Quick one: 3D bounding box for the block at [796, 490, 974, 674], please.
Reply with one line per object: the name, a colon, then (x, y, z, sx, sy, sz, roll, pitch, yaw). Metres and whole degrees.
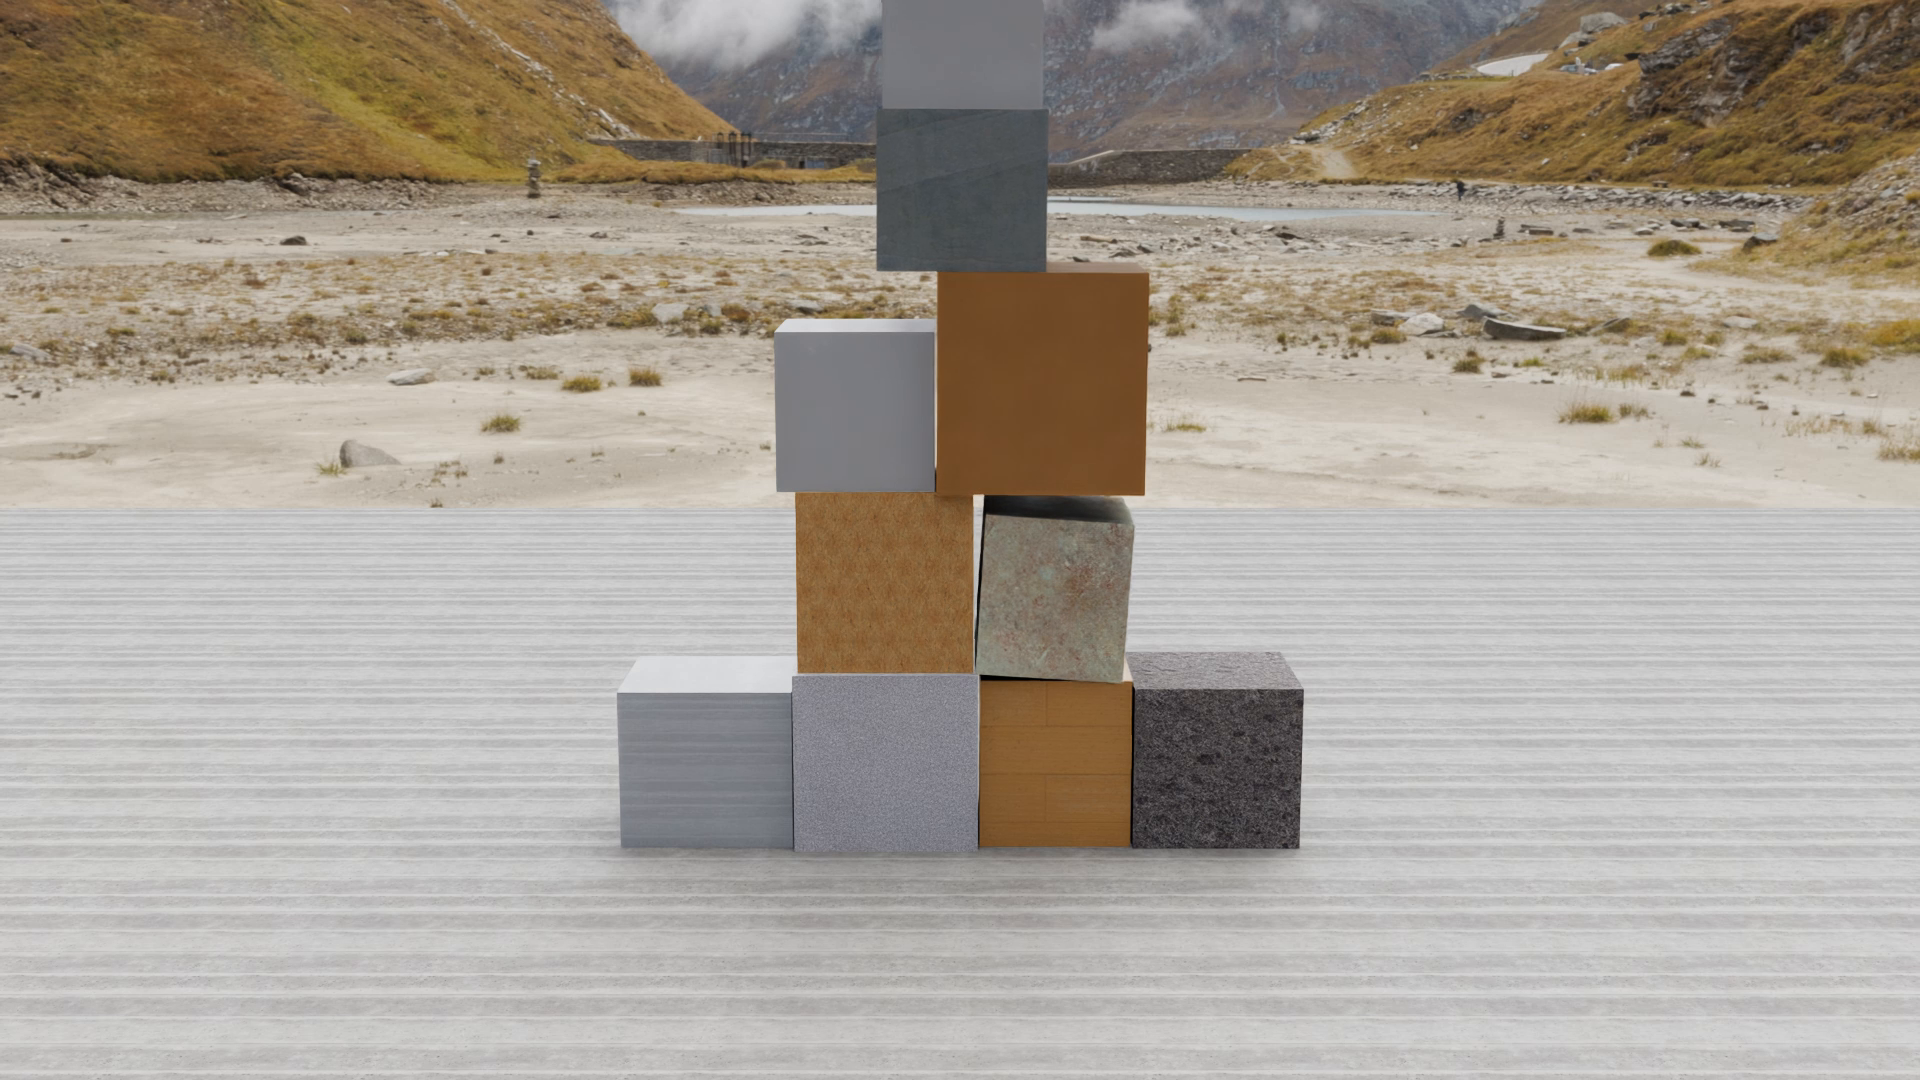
block: (-0.369, 0.141, 11.218, 0.871, 0.904, 0.833, 0, 10, 0)

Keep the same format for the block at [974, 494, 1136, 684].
block: (0.466, 0.219, 11.213, 0.729, 0.799, 0.841, 4, 10, -1)

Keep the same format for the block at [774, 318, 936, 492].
block: (-0.510, -0.689, 11.069, 0.774, 0.783, 0.785, 0, 10, 0)

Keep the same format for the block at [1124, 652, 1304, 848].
block: (1.286, 1.072, 11.372, 0.838, 0.823, 0.818, 0, 10, 0)

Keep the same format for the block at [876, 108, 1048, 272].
block: (0.009, -1.737, 10.876, 0.812, 0.764, 0.886, 0, 10, 0)

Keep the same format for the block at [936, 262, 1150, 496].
block: (0.395, -0.830, 11.037, 1.011, 1.074, 0.943, 0, 10, 0)

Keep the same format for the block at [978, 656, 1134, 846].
block: (0.479, 1.054, 11.366, 0.758, 0.857, 0.751, 0, 10, 0)

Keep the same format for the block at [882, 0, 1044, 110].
block: (0.014, -2.497, 10.717, 0.760, 0.789, 0.777, 0, 10, 0)

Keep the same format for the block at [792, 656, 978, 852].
block: (-0.370, 1.032, 11.365, 0.917, 0.903, 0.912, 0, 10, 0)

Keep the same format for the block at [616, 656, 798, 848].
block: (-1.271, 1.082, 11.371, 0.867, 0.803, 0.779, 0, 10, 0)
